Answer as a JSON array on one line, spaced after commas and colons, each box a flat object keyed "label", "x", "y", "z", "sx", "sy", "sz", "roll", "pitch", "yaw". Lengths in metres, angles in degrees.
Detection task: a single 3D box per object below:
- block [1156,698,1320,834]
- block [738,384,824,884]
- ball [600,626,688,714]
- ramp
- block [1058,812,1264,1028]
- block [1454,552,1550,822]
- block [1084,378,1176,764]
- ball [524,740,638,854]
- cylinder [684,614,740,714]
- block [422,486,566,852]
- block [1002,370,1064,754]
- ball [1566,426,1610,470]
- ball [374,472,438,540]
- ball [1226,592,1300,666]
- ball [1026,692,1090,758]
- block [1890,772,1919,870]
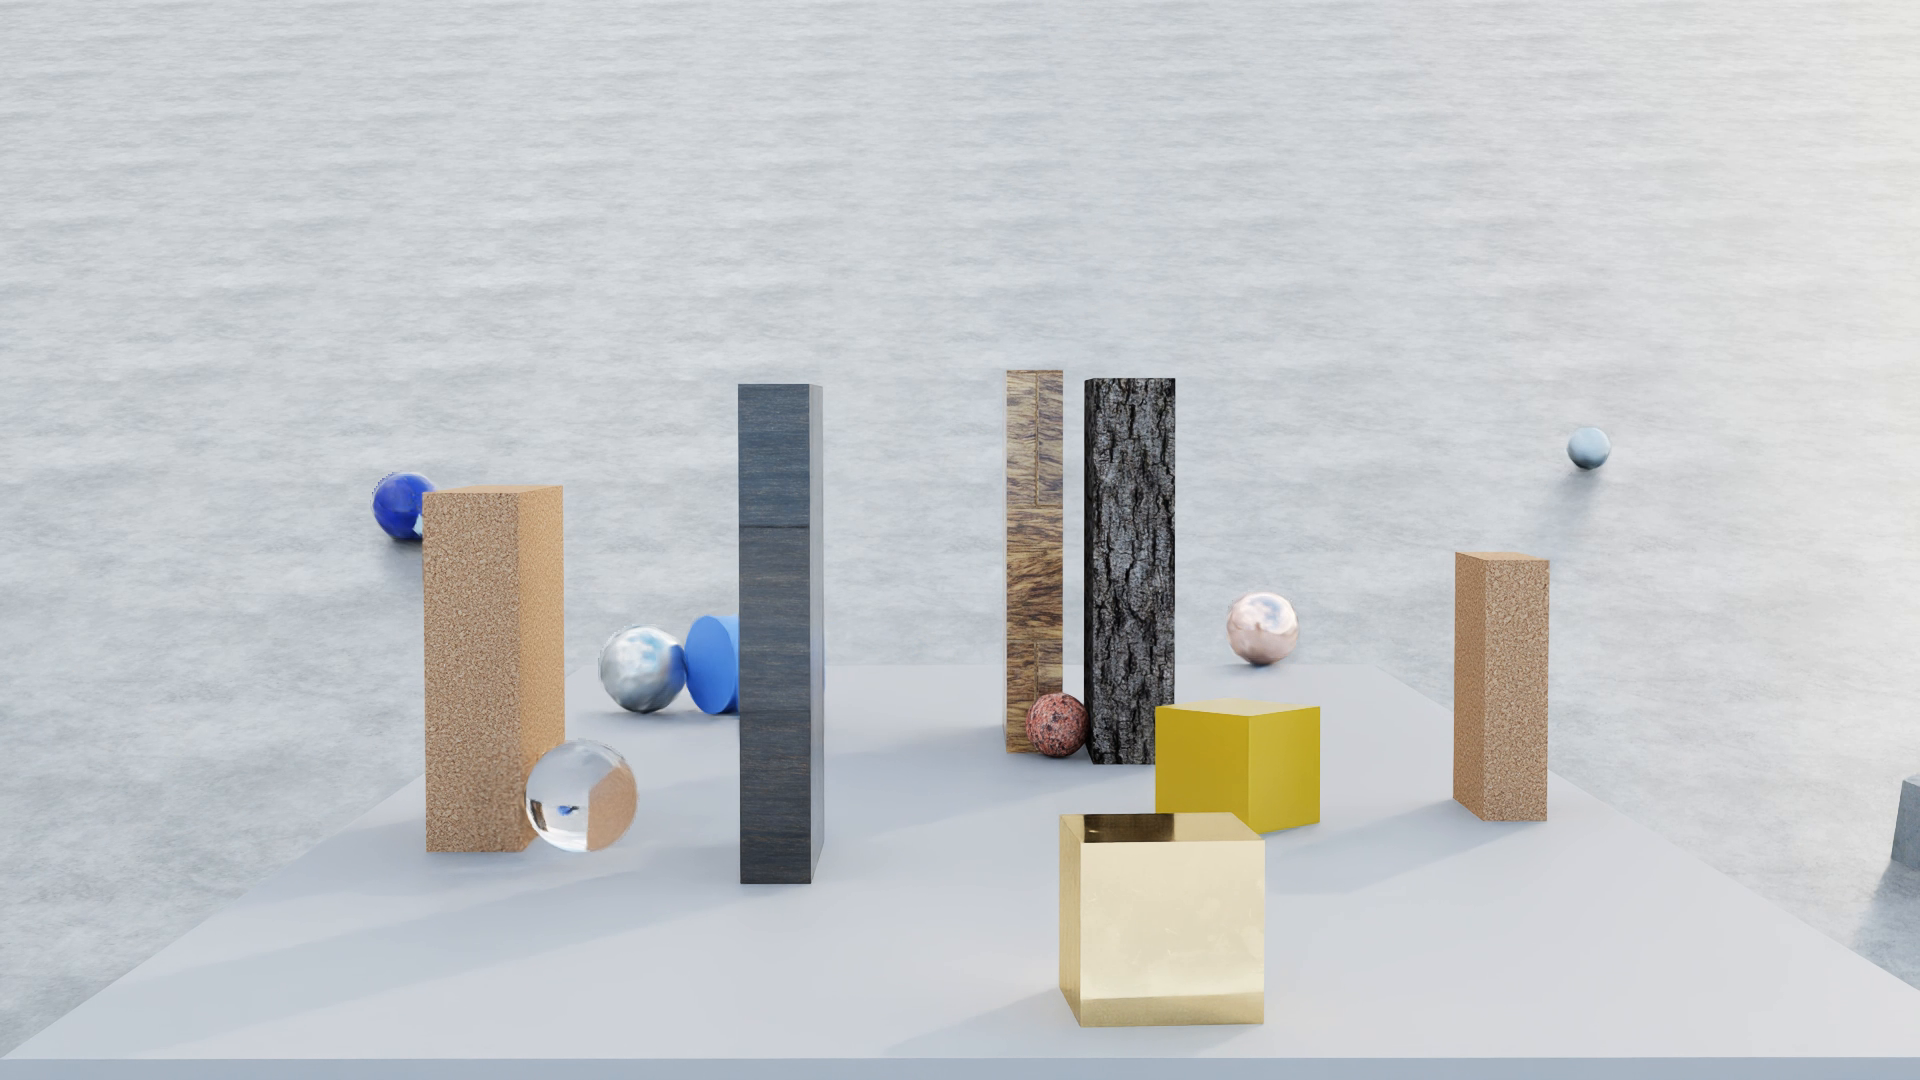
[{"label": "block", "x": 0.431, "y": 0.349, "z": 3.993, "sx": 0.181, "sy": 0.181, "sz": 0.181, "roll": 3, "pitch": 4, "yaw": 44}, {"label": "block", "x": -0.250, "y": 0.119, "z": 3.636, "sx": 0.096, "sy": 0.675, "sz": 0.353, "roll": 0, "pitch": 3, "yaw": 0}, {"label": "ball", "x": -0.673, "y": 0.275, "z": 5.474, "sx": 0.186, "sy": 0.186, "sz": 0.186, "roll": 0, "pitch": 22, "yaw": 0}, {"label": "ramp", "x": 0.051, "y": 0.464, "z": 4.534, "sx": 2.000, "sy": 0.100, "sz": 4.000, "roll": 0, "pitch": 3, "yaw": 0}, {"label": "block", "x": 0.213, "y": 0.403, "z": 2.758, "sx": 0.192, "sy": 0.192, "sz": 0.192, "roll": 0, "pitch": 3, "yaw": -4}, {"label": "block", "x": 0.865, "y": 0.229, "z": 4.123, "sx": 0.099, "sy": 0.408, "sz": 0.245, "roll": 0, "pitch": 3, "yaw": 0}, {"label": "block", "x": 0.314, "y": 0.049, "z": 4.818, "sx": 0.147, "sy": 0.700, "sz": 0.346, "roll": 0, "pitch": 3, "yaw": 0}, {"label": "ball", "x": -0.548, "y": 0.372, "z": 3.726, "sx": 0.162, "sy": 0.162, "sz": 0.162, "roll": 0, "pitch": 22, "yaw": 0}, {"label": "cylinder", "x": -0.448, "y": 0.262, "z": 5.504, "sx": 0.208, "sy": 0.208, "sz": 0.208, "roll": -2, "pitch": 19, "yaw": -38}, {"label": "block", "x": -0.706, "y": 0.182, "z": 3.931, "sx": 0.138, "sy": 0.521, "sz": 0.423, "roll": 0, "pitch": 3, "yaw": 0}, {"label": "block", "x": 0.139, "y": 0.031, "z": 5.026, "sx": 0.105, "sy": 0.718, "sz": 0.439, "roll": 0, "pitch": 3, "yaw": 0}, {"label": "ball", "x": 1.979, "y": -0.289, "z": 8.095, "sx": 0.133, "sy": 0.133, "sz": 0.133, "roll": 0, "pitch": 22, "yaw": 0}, {"label": "ball", "x": -1.616, "y": -0.098, "z": 7.533, "sx": 0.201, "sy": 0.201, "sz": 0.201, "roll": 0, "pitch": 22, "yaw": 0}, {"label": "ball", "x": 0.767, "y": 0.223, "z": 6.521, "sx": 0.187, "sy": 0.187, "sz": 0.187, "roll": 0, "pitch": 22, "yaw": 0}, {"label": "ball", "x": 0.181, "y": 0.342, "z": 4.761, "sx": 0.121, "sy": 0.121, "sz": 0.121, "roll": 0, "pitch": 22, "yaw": 0}, {"label": "block", "x": 2.236, "y": 0.630, "z": 5.745, "sx": 0.199, "sy": 0.199, "sz": 0.199, "roll": -17, "pitch": 28, "yaw": -36}]
